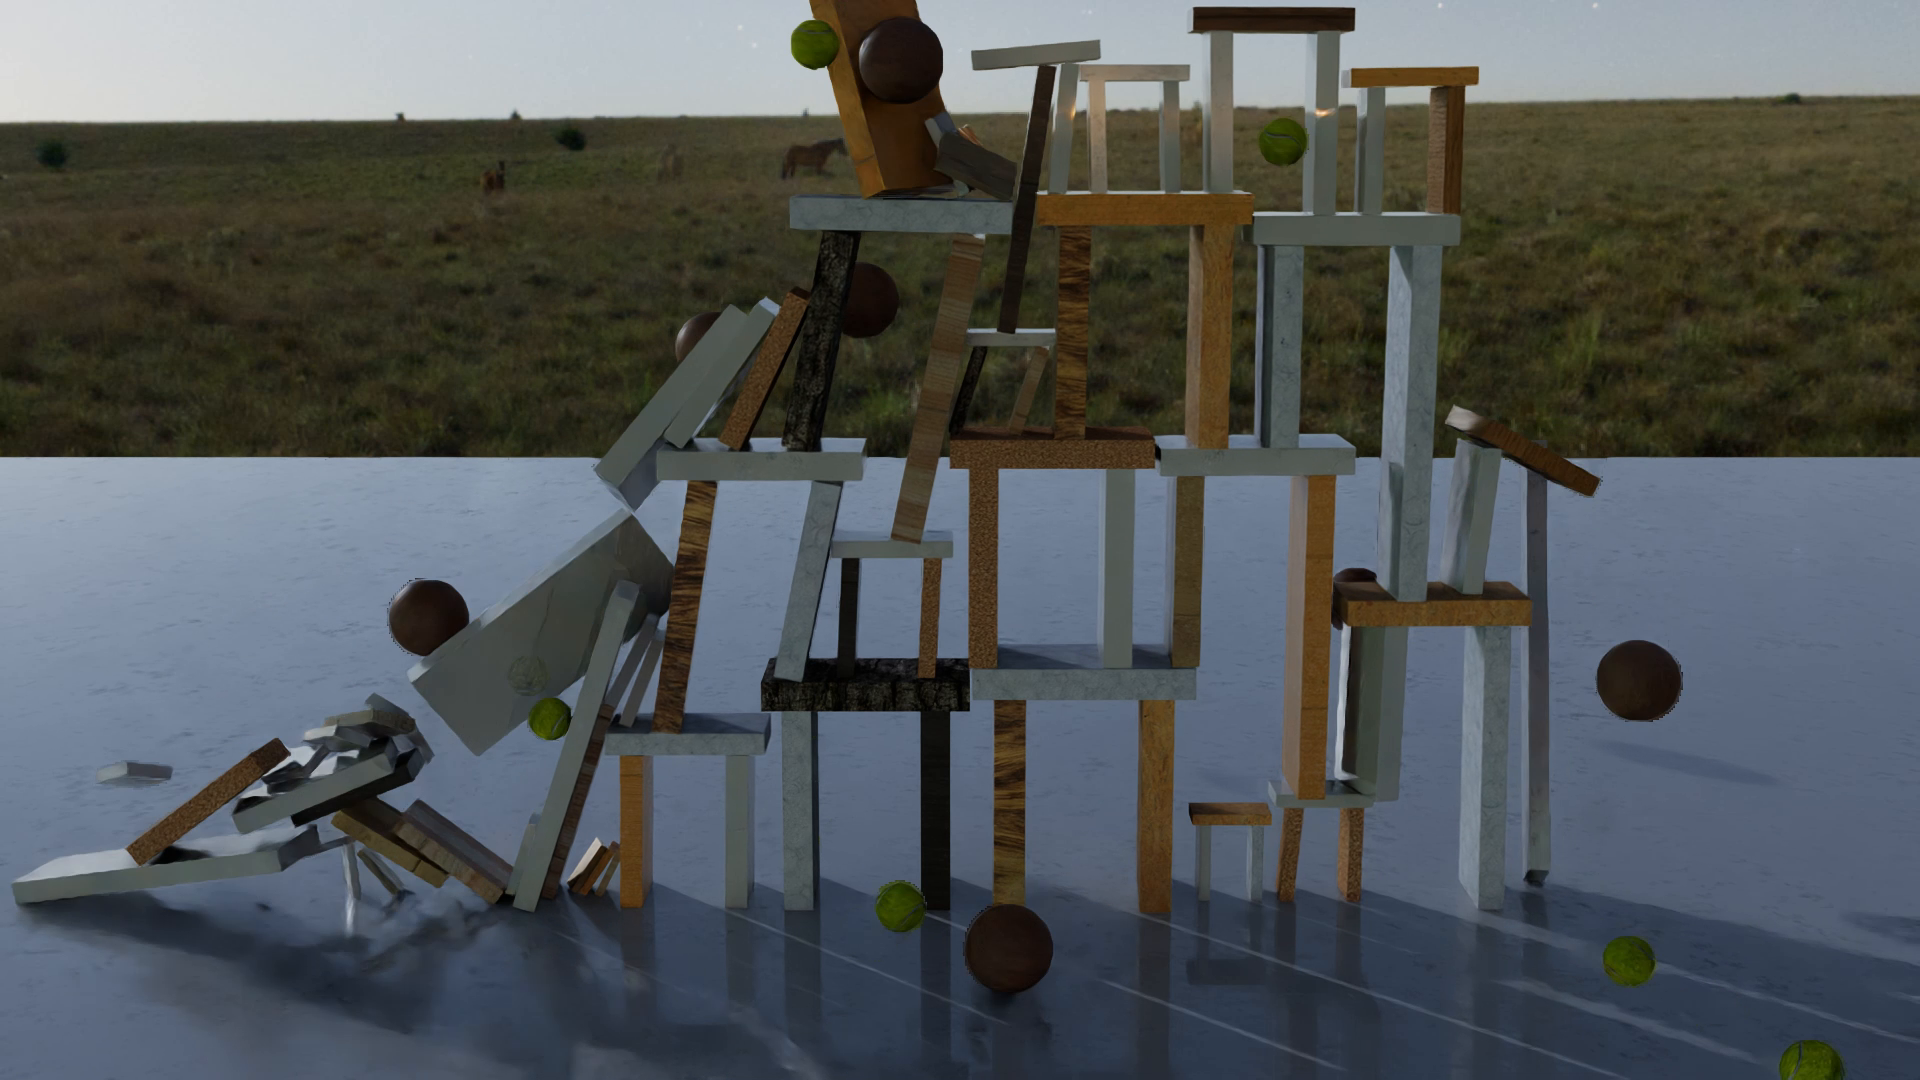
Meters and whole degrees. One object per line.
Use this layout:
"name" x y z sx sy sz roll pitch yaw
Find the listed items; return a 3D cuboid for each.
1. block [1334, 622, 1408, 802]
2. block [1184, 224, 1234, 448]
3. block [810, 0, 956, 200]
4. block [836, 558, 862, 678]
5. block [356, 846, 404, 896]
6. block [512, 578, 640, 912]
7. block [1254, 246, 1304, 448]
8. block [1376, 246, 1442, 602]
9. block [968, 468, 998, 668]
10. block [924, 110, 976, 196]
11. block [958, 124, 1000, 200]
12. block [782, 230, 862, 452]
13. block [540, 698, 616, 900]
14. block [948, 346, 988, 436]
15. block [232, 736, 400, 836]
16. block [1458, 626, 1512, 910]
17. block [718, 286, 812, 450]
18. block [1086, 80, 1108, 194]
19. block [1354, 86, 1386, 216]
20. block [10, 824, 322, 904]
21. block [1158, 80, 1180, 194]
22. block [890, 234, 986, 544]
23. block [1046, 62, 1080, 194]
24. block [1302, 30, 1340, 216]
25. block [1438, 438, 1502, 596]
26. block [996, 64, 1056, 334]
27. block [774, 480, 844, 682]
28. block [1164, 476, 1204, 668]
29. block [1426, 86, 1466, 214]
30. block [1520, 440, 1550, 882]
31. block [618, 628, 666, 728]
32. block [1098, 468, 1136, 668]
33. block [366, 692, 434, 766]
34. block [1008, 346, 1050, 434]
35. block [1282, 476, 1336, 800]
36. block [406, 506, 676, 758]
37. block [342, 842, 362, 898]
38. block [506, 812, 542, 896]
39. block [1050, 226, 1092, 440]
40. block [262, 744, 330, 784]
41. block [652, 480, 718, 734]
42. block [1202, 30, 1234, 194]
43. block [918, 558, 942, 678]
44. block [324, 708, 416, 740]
"block" 0.674 0.267 3.610 0.042 0.293 0.147 -2 11 -17
"block" 0.397 -0.330 3.503 0.047 0.348 0.167 0 11 -2
"block" -0.116 -0.712 3.413 0.178 0.355 0.050 -14 -2 -45
"block" -0.180 0.117 3.581 0.028 0.196 0.098 3 11 -1
"block" -0.965 0.549 3.662 0.013 0.092 0.046 -41 5 0
"block" -0.627 0.335 3.597 0.037 0.545 0.130 18 9 -6
"block" 0.507 -0.315 3.505 0.045 0.318 0.159 -1 11 -2
"block" 0.716 -0.192 3.513 0.045 0.560 0.159 0 11 -2
"block" 0.037 0.032 3.562 0.046 0.322 0.161 0 11 0
"block" -0.009 -0.602 3.421 0.018 0.127 0.063 -22 11 26
"block" 0.038 -0.591 3.442 0.018 0.127 0.063 -32 11 3
"block" -0.220 -0.324 3.508 0.049 0.344 0.172 12 11 -1
"block" -0.630 0.424 3.650 0.022 0.344 0.076 18 9 -5
"block" 0.013 -0.243 3.520 0.020 0.143 0.072 17 10 -3
"block" -1.055 0.400 3.610 0.260 0.037 0.130 -23 12 -7
"block" 0.863 0.357 3.621 0.042 0.475 0.147 -1 11 1
"block" -0.306 -0.276 3.509 0.037 0.261 0.131 26 10 -3
"block" 0.214 -0.631 3.444 0.024 0.171 0.086 -2 11 1
"block" 0.640 -0.608 3.437 0.028 0.194 0.097 0 11 1
"block" -1.307 0.534 3.619 0.491 0.037 0.130 -9 9 14
"block" 0.328 -0.631 3.444 0.024 0.171 0.085 -2 11 0
"block" -0.035 -0.249 3.518 0.049 0.490 0.172 12 10 -2
"block" 0.160 -0.644 3.436 0.028 0.198 0.099 5 11 -1
"block" 0.562 -0.649 3.428 0.035 0.278 0.122 0 11 1
"block" 0.824 -0.039 3.558 0.033 0.236 0.118 5 9 -7
"block" 0.104 -0.535 3.456 0.028 0.415 0.099 9 10 -1
"block" -0.244 0.053 3.574 0.046 0.324 0.162 12 10 -2
"block" 0.363 0.038 3.569 0.044 0.309 0.154 0 11 0
"block" 0.761 -0.611 3.449 0.028 0.194 0.097 0 9 -4
"block" 0.989 0.202 3.785 0.033 0.753 0.118 1 -17 9
"block" -0.520 0.225 3.608 0.022 0.153 0.077 21 8 -8
"block" 0.252 0.032 3.562 0.046 0.322 0.161 0 11 0
"block" -0.951 0.322 3.738 0.078 0.157 0.022 27 64 20
"block" 0.110 -0.243 3.519 0.020 0.143 0.072 18 10 -3
"block" 0.569 0.145 3.599 0.044 0.534 0.154 0 11 -2
"block" -0.679 0.152 3.654 0.450 0.178 0.050 -38 28 -6
"block" -1.013 0.545 3.655 0.013 0.092 0.046 -11 12 -27
"block" -0.717 0.517 3.618 0.018 0.125 0.063 18 7 -6
"block" 0.176 -0.337 3.502 0.047 0.333 0.167 1 11 0
"block" -1.103 0.371 3.643 0.125 0.018 0.063 -11 34 40
"block" -0.446 0.095 3.584 0.046 0.412 0.162 9 10 -6
"block" 0.402 -0.666 3.431 0.035 0.245 0.122 -2 11 0
"block" -0.049 0.117 3.581 0.028 0.196 0.098 3 11 0
"block" -0.977 0.306 3.635 0.078 0.022 0.157 21 -23 -41
